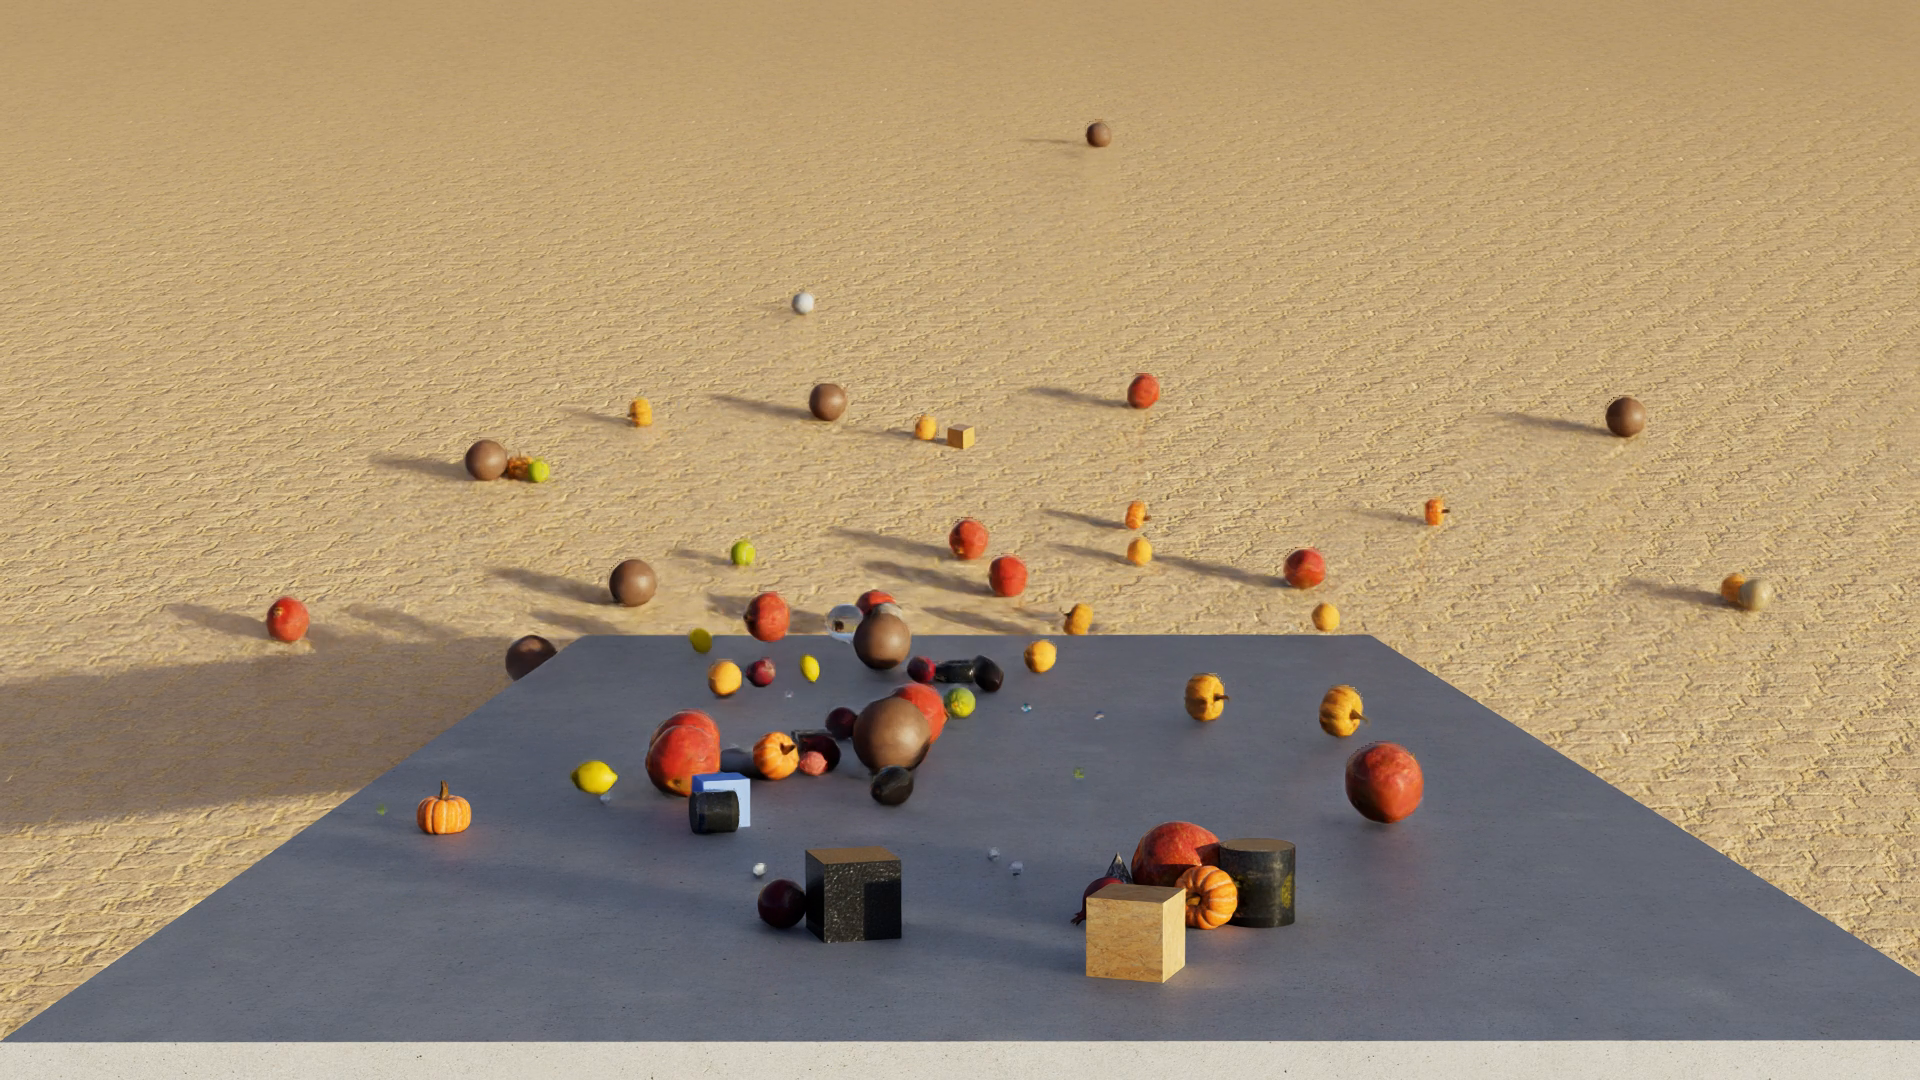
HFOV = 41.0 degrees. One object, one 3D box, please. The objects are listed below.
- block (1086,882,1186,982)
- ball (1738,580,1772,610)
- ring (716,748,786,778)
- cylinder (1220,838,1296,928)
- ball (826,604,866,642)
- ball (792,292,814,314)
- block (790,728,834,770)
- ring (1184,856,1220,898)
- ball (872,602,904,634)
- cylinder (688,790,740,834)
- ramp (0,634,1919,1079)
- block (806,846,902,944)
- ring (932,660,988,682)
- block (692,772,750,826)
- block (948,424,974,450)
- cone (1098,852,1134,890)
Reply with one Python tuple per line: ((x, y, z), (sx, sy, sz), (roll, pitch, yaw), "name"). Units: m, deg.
((0.194, 0.433, 2.834), (0.087, 0.087, 0.087), (1, 4, 21), "block")
((2.150, 0.149, 6.943), (0.084, 0.084, 0.084), (0, 20, 0), "ball")
((-0.345, 0.367, 4.245), (0.116, 0.039, 0.116), (2, 3, 0), "ring")
((0.359, 0.413, 3.099), (0.091, 0.091, 0.091), (0, 4, 0), "cylinder")
((-0.282, 0.205, 6.336), (0.097, 0.097, 0.097), (0, 20, 0), "ball")
((-0.605, -0.912, 9.896), (0.085, 0.085, 0.085), (0, 20, 0), "ball")
((-0.249, 0.352, 4.328), (0.058, 0.058, 0.058), (-1, 4, -20), "block")
((0.344, 0.429, 3.265), (0.118, 0.039, 0.118), (1, 4, 0), "ring")
((-0.189, 0.201, 6.643), (0.083, 0.083, 0.083), (0, 20, 0), "ball")
((-0.354, 0.392, 3.701), (0.060, 0.060, 0.060), (-1, 19, -20), "cylinder")
((0.046, 0.418, 4.535), (2.000, 0.100, 4.000), (0, 4, 0), "ramp")
((-0.126, 0.417, 3.030), (0.093, 0.093, 0.093), (-1, 4, -17), "block")
((-0.002, 0.284, 5.549), (0.122, 0.041, 0.122), (-1, 4, 0), "ring")
((-0.351, 0.382, 3.770), (0.069, 0.069, 0.069), (-1, 4, -20), "block")
((0.002, -0.337, 8.328), (0.062, 0.062, 0.062), (13, 23, 32), "block")
((0.192, 0.418, 3.128), (0.079, 0.079, 0.079), (0, 4, 0), "cone")
